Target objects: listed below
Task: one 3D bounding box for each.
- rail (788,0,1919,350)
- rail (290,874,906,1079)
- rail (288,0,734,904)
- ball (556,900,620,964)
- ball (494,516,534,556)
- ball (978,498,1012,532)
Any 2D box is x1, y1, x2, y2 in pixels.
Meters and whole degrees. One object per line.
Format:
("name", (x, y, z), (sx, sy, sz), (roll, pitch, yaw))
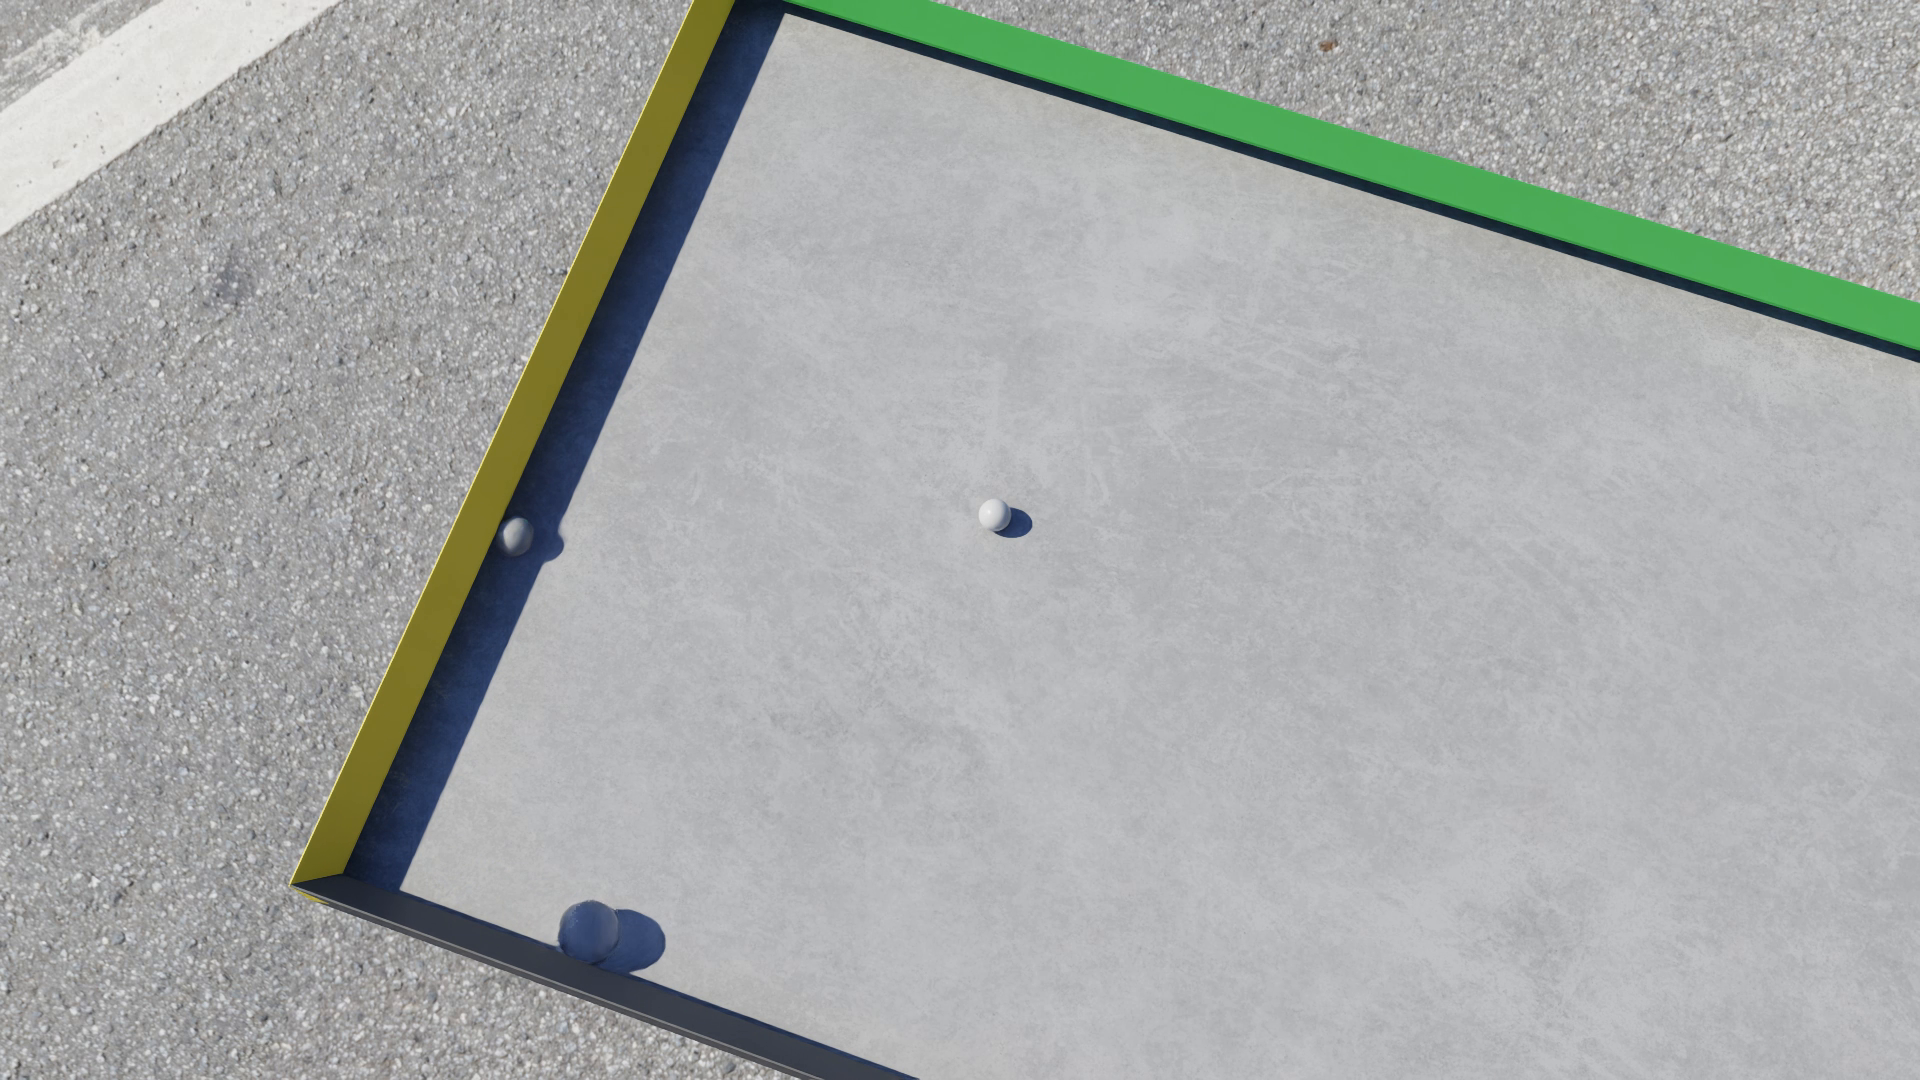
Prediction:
("rail", (0.959, -0.517, 3.581), (2.900, 0.120, 0.045), (18, 72, 6))
("rail", (0.408, 0.952, 3.066), (2.900, 0.120, 0.045), (18, 72, 6))
("rail", (-0.661, -0.231, 3.481), (0.045, 0.120, 1.699), (18, 72, 6))
("ball", (-0.543, 0.573, 3.215), (0.092, 0.092, 0.092), (0, 71, 0))
("ball", (-0.697, -0.007, 3.433), (0.063, 0.063, 0.063), (0, 71, 0))
("ball", (0.055, -0.039, 3.451), (0.052, 0.052, 0.052), (0, 71, 0))
